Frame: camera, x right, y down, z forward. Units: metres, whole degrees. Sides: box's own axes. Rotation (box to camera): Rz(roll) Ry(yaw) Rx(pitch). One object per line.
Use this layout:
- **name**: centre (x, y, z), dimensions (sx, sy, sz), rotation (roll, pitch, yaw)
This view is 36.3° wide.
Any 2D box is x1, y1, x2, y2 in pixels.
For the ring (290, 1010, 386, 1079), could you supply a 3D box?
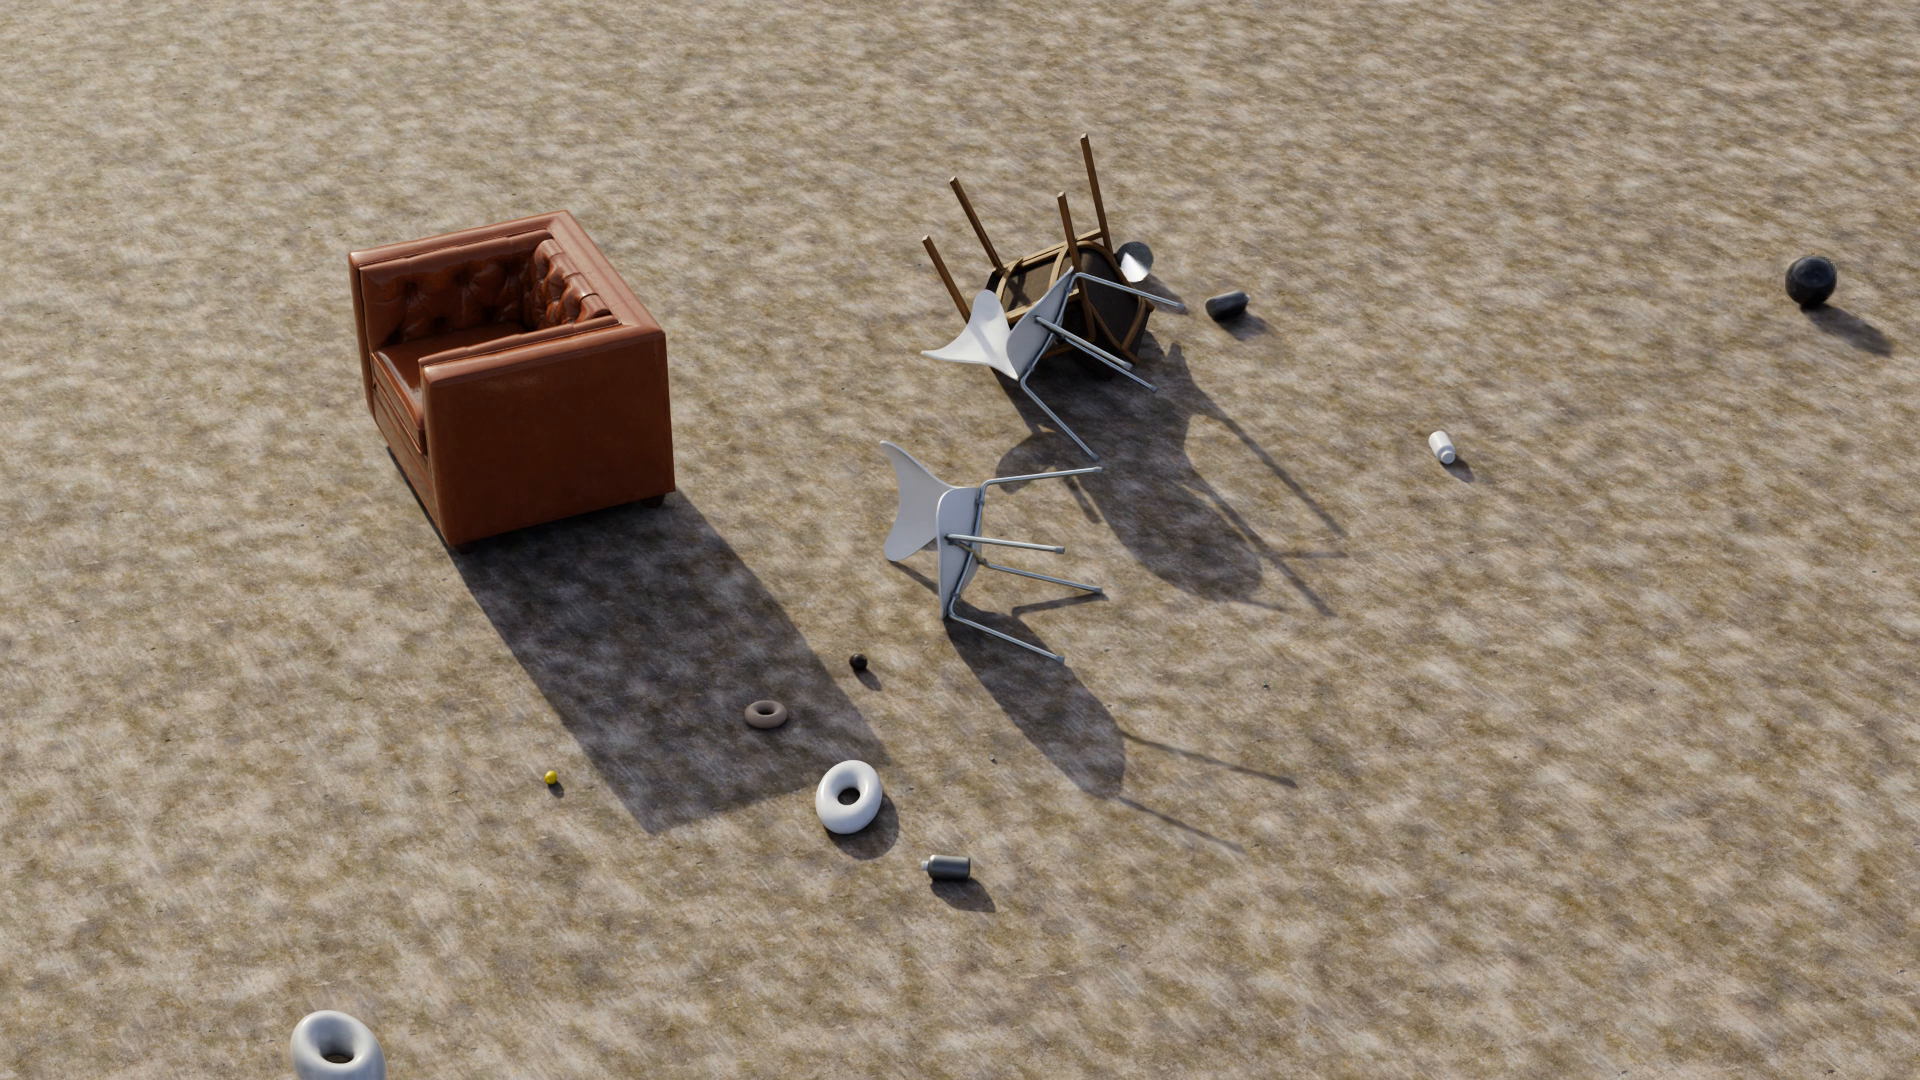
- **ring**: centre (-1.807, 1.510, 8.523), dimensions (0.244, 0.144, 0.386), rotation (-23, 39, -28)

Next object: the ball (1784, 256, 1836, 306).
- **ball**: centre (3.600, -1.096, 12.416), dimensions (0.212, 0.212, 0.212), rotation (0, 33, 0)

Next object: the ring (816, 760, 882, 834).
- **ring**: centre (-0.364, 0.841, 9.604), dimensions (0.218, 0.072, 0.358), rotation (2, 34, 4)

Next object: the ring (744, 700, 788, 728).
- **ring**: centre (-0.662, 0.595, 9.998), dimensions (0.149, 0.049, 0.125), rotation (-1, 34, -3)

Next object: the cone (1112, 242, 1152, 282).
- **cone**: centre (0.727, -1.244, 12.755), dimensions (0.173, 0.181, 0.322), rotation (39, 10, -16)
